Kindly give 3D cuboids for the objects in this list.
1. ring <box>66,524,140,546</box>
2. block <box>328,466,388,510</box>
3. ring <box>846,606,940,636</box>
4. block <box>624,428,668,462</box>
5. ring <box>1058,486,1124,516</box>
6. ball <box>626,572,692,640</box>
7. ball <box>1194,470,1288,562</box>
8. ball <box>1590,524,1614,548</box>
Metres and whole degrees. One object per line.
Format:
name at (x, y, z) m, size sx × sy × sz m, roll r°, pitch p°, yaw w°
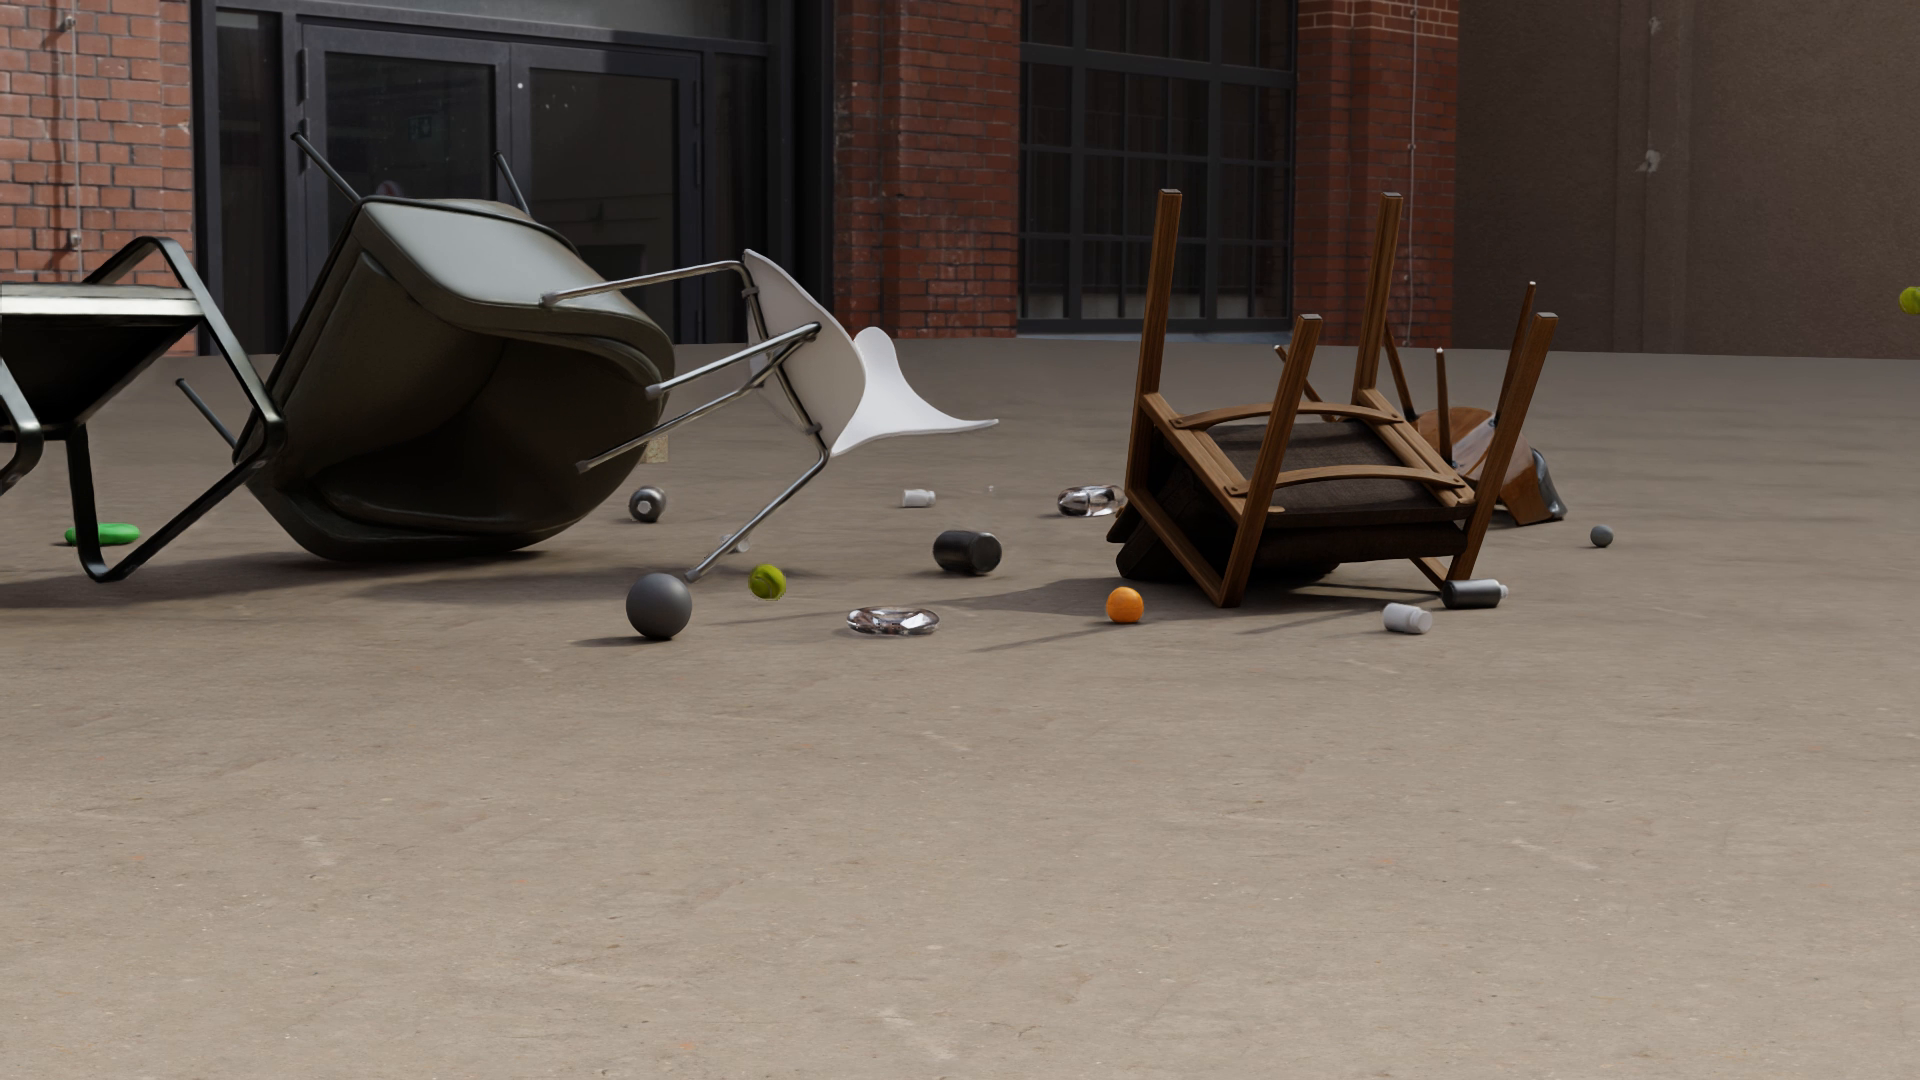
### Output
ring at (-2.120, -0.014, 6.341) m, size 0.176 × 0.044 × 0.177 m, roll -6°, pitch 7°, yaw -40°
block at (-1.703, -0.147, 7.265) m, size 0.143 × 0.117 × 0.111 m, roll 0°, pitch 6°, yaw 1°
ring at (-0.124, 0.150, 4.767) m, size 0.173 × 0.039 × 0.206 m, roll -1°, pitch 5°, yaw -14°
block at (-1.115, -0.336, 9.122) m, size 0.092 × 0.113 × 0.130 m, roll -5°, pitch 8°, yaw -42°
ring at (0.365, -0.110, 7.124) m, size 0.139 × 0.074 × 0.308 m, roll 2°, pitch 5°, yaw 31°
ball at (-0.547, 0.120, 4.661) m, size 0.120 × 0.120 × 0.120 m, roll 0°, pitch 6°, yaw 0°
ball at (0.647, -0.055, 5.900) m, size 0.214 × 0.214 × 0.214 m, roll 0°, pitch 6°, yaw 0°
ball at (1.562, -0.010, 6.243) m, size 0.055 × 0.055 × 0.055 m, roll 0°, pitch 6°, yaw 0°
